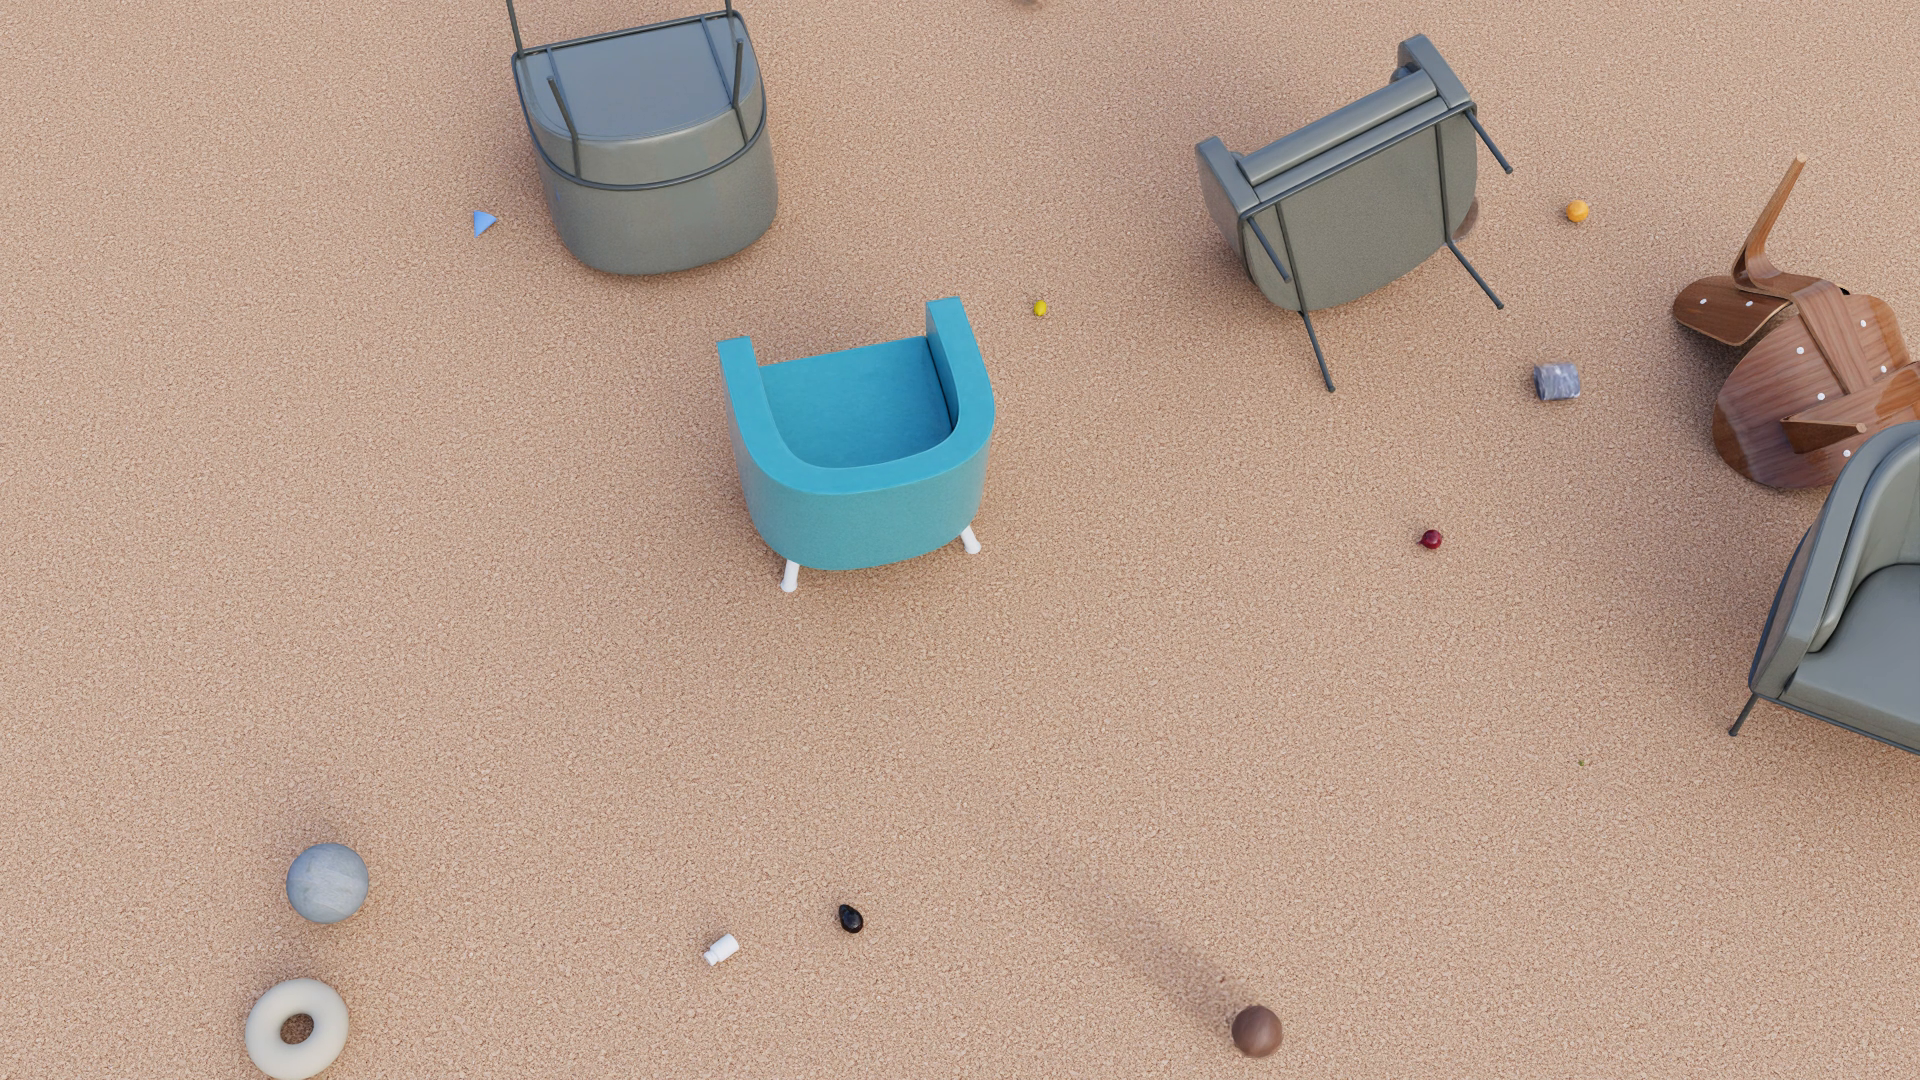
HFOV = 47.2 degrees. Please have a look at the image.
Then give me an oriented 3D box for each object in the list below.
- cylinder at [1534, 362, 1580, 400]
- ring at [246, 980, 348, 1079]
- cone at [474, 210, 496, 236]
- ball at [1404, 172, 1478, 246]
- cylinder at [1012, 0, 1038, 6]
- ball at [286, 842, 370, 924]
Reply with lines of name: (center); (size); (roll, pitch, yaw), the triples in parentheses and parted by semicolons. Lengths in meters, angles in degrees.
cylinder: (1.861, -0.496, 6.858); (0.111, 0.080, 0.121); (-6, 63, -4)
ring: (-1.710, 1.261, 5.673); (0.264, 0.092, 0.272); (-22, 58, -13)
cone: (-1.582, -1.033, 7.253); (0.085, 0.049, 0.086); (18, 74, 10)
ball: (1.563, -1.076, 7.152); (0.239, 0.239, 0.239); (0, 56, 0)
cylinder: (0.231, -1.969, 7.843); (0.146, 0.086, 0.081); (26, 60, 20)
ball: (-1.677, 0.911, 5.834); (0.213, 0.213, 0.213); (0, 56, 0)
